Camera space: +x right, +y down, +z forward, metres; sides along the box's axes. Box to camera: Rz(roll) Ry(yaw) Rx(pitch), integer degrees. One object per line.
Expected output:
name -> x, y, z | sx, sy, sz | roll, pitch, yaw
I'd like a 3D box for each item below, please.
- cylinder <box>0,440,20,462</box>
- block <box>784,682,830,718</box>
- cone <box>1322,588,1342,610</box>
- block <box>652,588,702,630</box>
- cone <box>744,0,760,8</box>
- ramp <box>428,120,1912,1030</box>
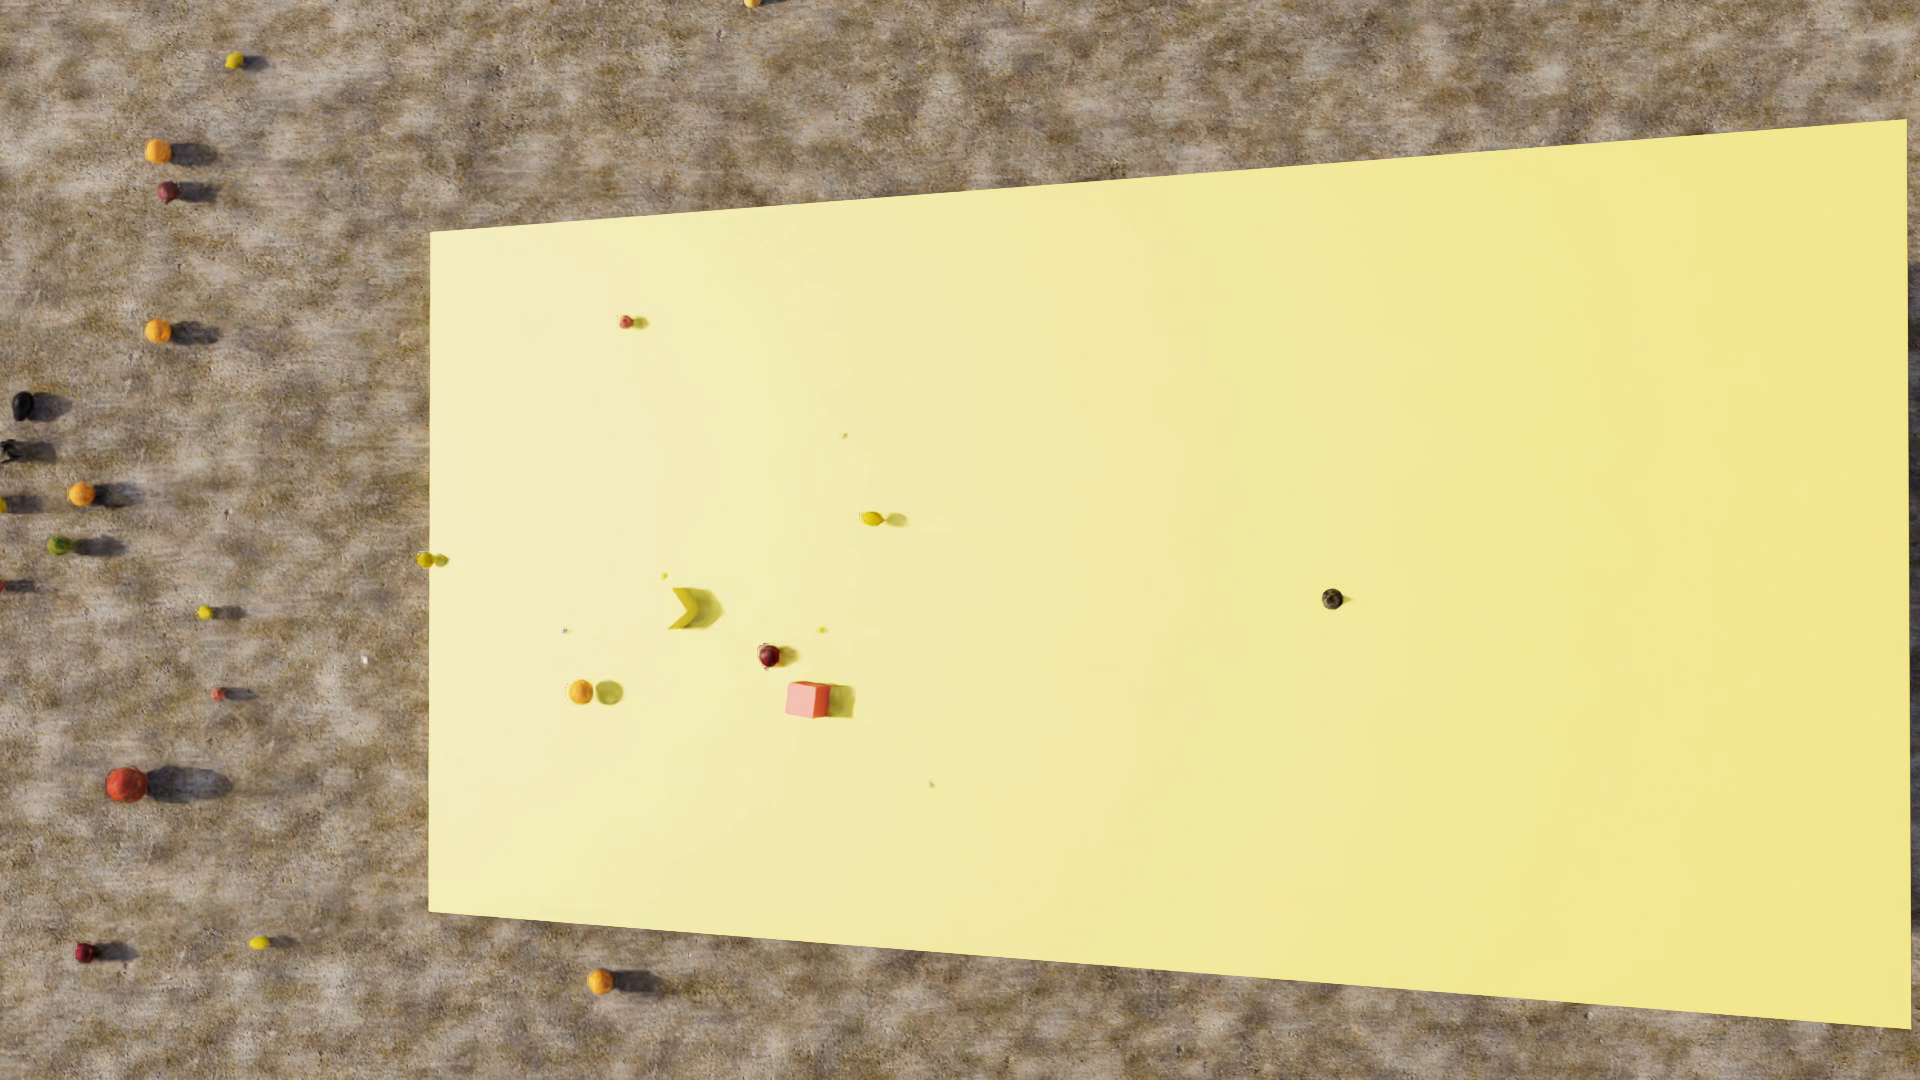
cylinder -> -2.832, -0.264, 6.545 | 0.054, 0.054, 0.054 | -21, 89, 0
block -> -0.409, 0.429, 5.907 | 0.085, 0.085, 0.085 | 8, 92, 24
cone -> 0.897, 0.144, 5.340 | 0.053, 0.053, 0.053 | 0, 89, 24
block -> -0.783, 0.189, 6.079 | 0.083, 0.083, 0.083 | -41, 74, 18
cone -> -0.622, -1.620, 6.562 | 0.050, 0.050, 0.050 | 0, 89, 0
ramp -> 0.283, 0.083, 5.701 | 4.000, 0.100, 2.000 | 0, 89, 24
